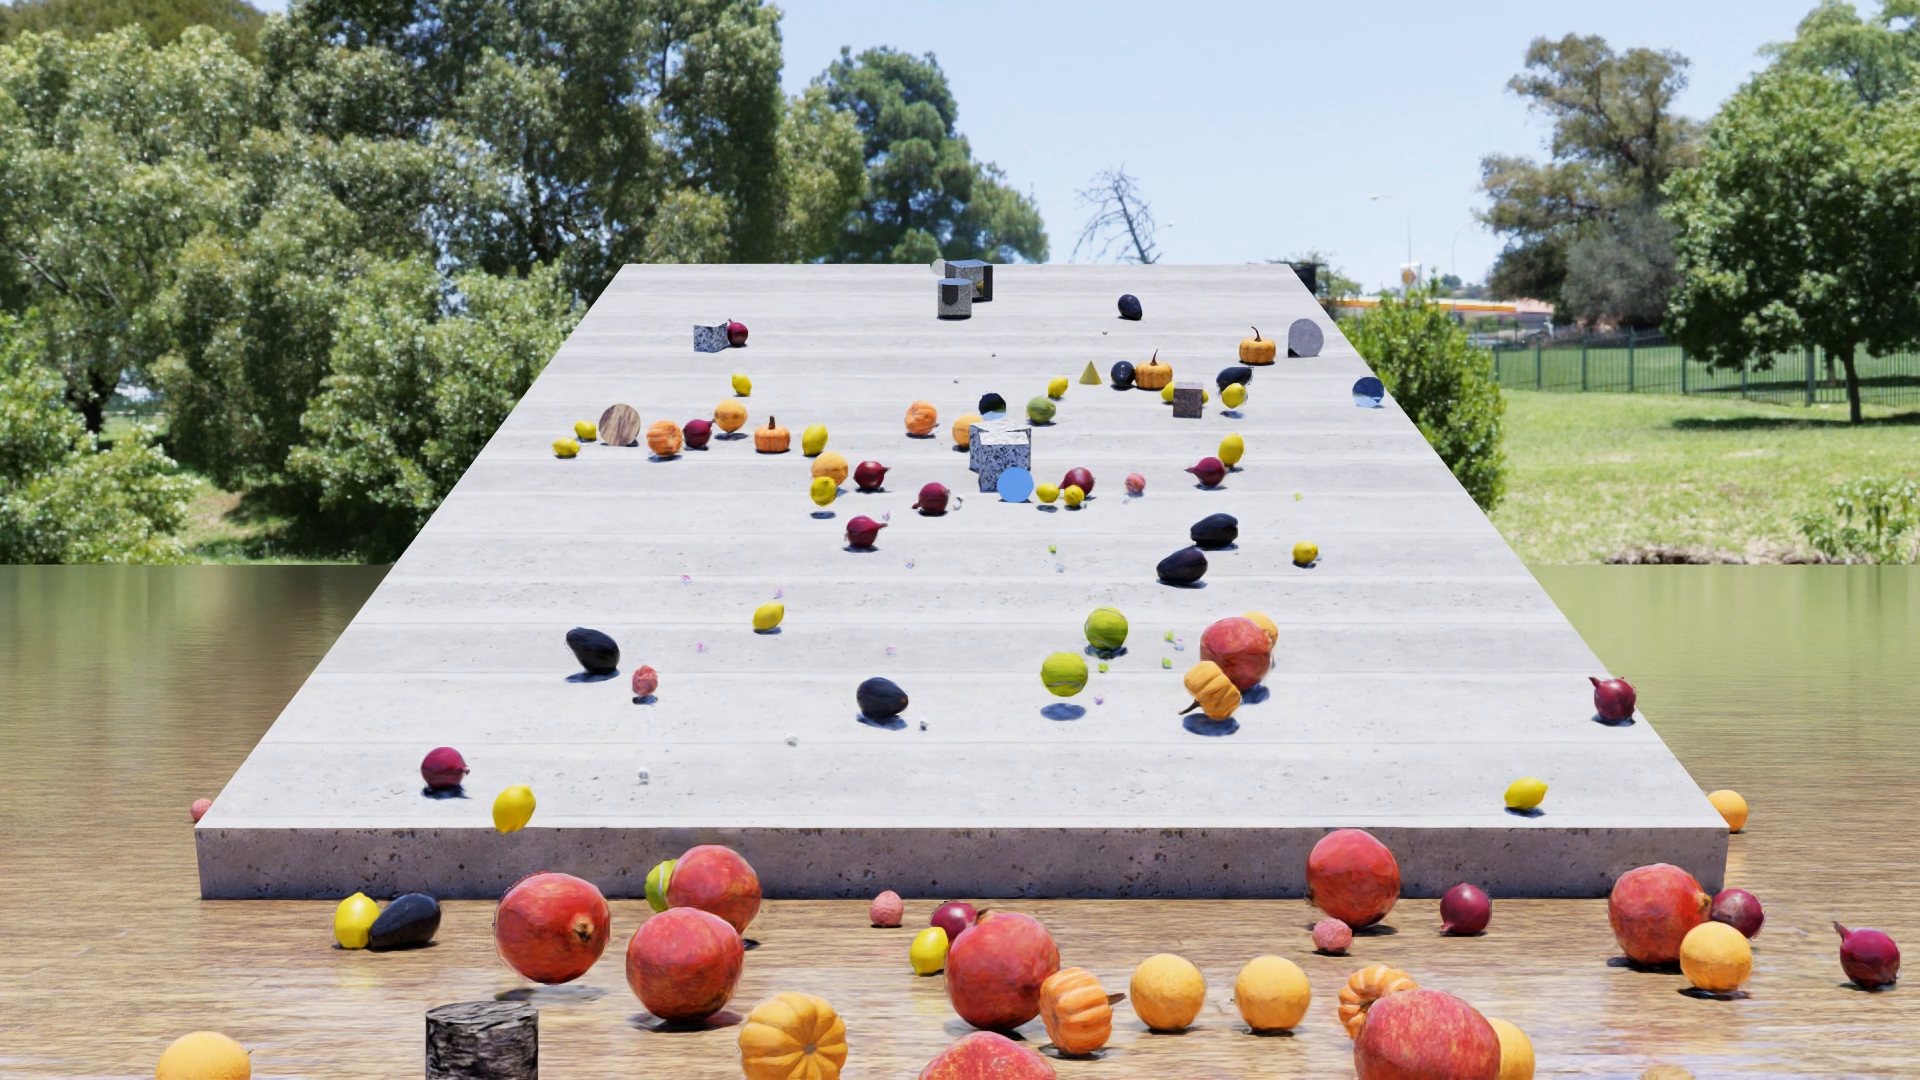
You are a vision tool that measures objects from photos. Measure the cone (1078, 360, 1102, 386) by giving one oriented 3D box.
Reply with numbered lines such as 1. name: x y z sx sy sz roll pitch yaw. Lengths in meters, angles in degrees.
1. cone: 0.308 -0.399 5.257 0.057 0.057 0.057 0 18 0

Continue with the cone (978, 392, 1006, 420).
1. cone: 0.064 -0.287 4.949 0.065 0.065 0.065 0 -10 -14

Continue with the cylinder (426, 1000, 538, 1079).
1. cylinder: -0.378 0.416 1.763 0.087 0.087 0.087 0 0 0

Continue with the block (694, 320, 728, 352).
1. block: -0.626 -0.513 5.602 0.064 0.064 0.064 6 19 19

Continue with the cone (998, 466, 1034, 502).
1. cone: 0.113 -0.101 4.354 0.071 0.071 0.071 0 -9 10

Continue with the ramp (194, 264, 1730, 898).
1. ramp: -0.003 -0.181 4.825 2.000 0.100 4.000 0 18 0

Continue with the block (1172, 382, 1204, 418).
1. block: 0.510 -0.314 4.977 0.064 0.064 0.064 3 18 8

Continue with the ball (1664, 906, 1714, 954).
1. ball: 0.821 0.440 2.511 0.053 0.053 0.053 0 0 0

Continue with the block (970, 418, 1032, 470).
1. block: 0.082 -0.189 4.535 0.090 0.090 0.090 -10 20 -30

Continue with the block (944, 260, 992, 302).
1. block: 0.025 -0.720 6.202 0.099 0.099 0.099 -9 20 -26

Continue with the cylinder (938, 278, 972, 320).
1. cylinder: -0.014 -0.647 5.980 0.093 0.093 0.093 0 18 0

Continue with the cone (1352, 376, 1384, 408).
1. cone: 0.935 -0.328 5.076 0.073 0.073 0.073 0 -10 19

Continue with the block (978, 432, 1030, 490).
1. block: 0.087 -0.158 4.432 0.093 0.093 0.093 -1 18 -3

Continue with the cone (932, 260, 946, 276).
1. cone: -0.051 -0.795 6.564 0.051 0.051 0.051 0 -11 22

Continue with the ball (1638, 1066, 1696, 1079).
1. ball: 0.543 0.432 1.708 0.056 0.056 0.056 0 0 0
